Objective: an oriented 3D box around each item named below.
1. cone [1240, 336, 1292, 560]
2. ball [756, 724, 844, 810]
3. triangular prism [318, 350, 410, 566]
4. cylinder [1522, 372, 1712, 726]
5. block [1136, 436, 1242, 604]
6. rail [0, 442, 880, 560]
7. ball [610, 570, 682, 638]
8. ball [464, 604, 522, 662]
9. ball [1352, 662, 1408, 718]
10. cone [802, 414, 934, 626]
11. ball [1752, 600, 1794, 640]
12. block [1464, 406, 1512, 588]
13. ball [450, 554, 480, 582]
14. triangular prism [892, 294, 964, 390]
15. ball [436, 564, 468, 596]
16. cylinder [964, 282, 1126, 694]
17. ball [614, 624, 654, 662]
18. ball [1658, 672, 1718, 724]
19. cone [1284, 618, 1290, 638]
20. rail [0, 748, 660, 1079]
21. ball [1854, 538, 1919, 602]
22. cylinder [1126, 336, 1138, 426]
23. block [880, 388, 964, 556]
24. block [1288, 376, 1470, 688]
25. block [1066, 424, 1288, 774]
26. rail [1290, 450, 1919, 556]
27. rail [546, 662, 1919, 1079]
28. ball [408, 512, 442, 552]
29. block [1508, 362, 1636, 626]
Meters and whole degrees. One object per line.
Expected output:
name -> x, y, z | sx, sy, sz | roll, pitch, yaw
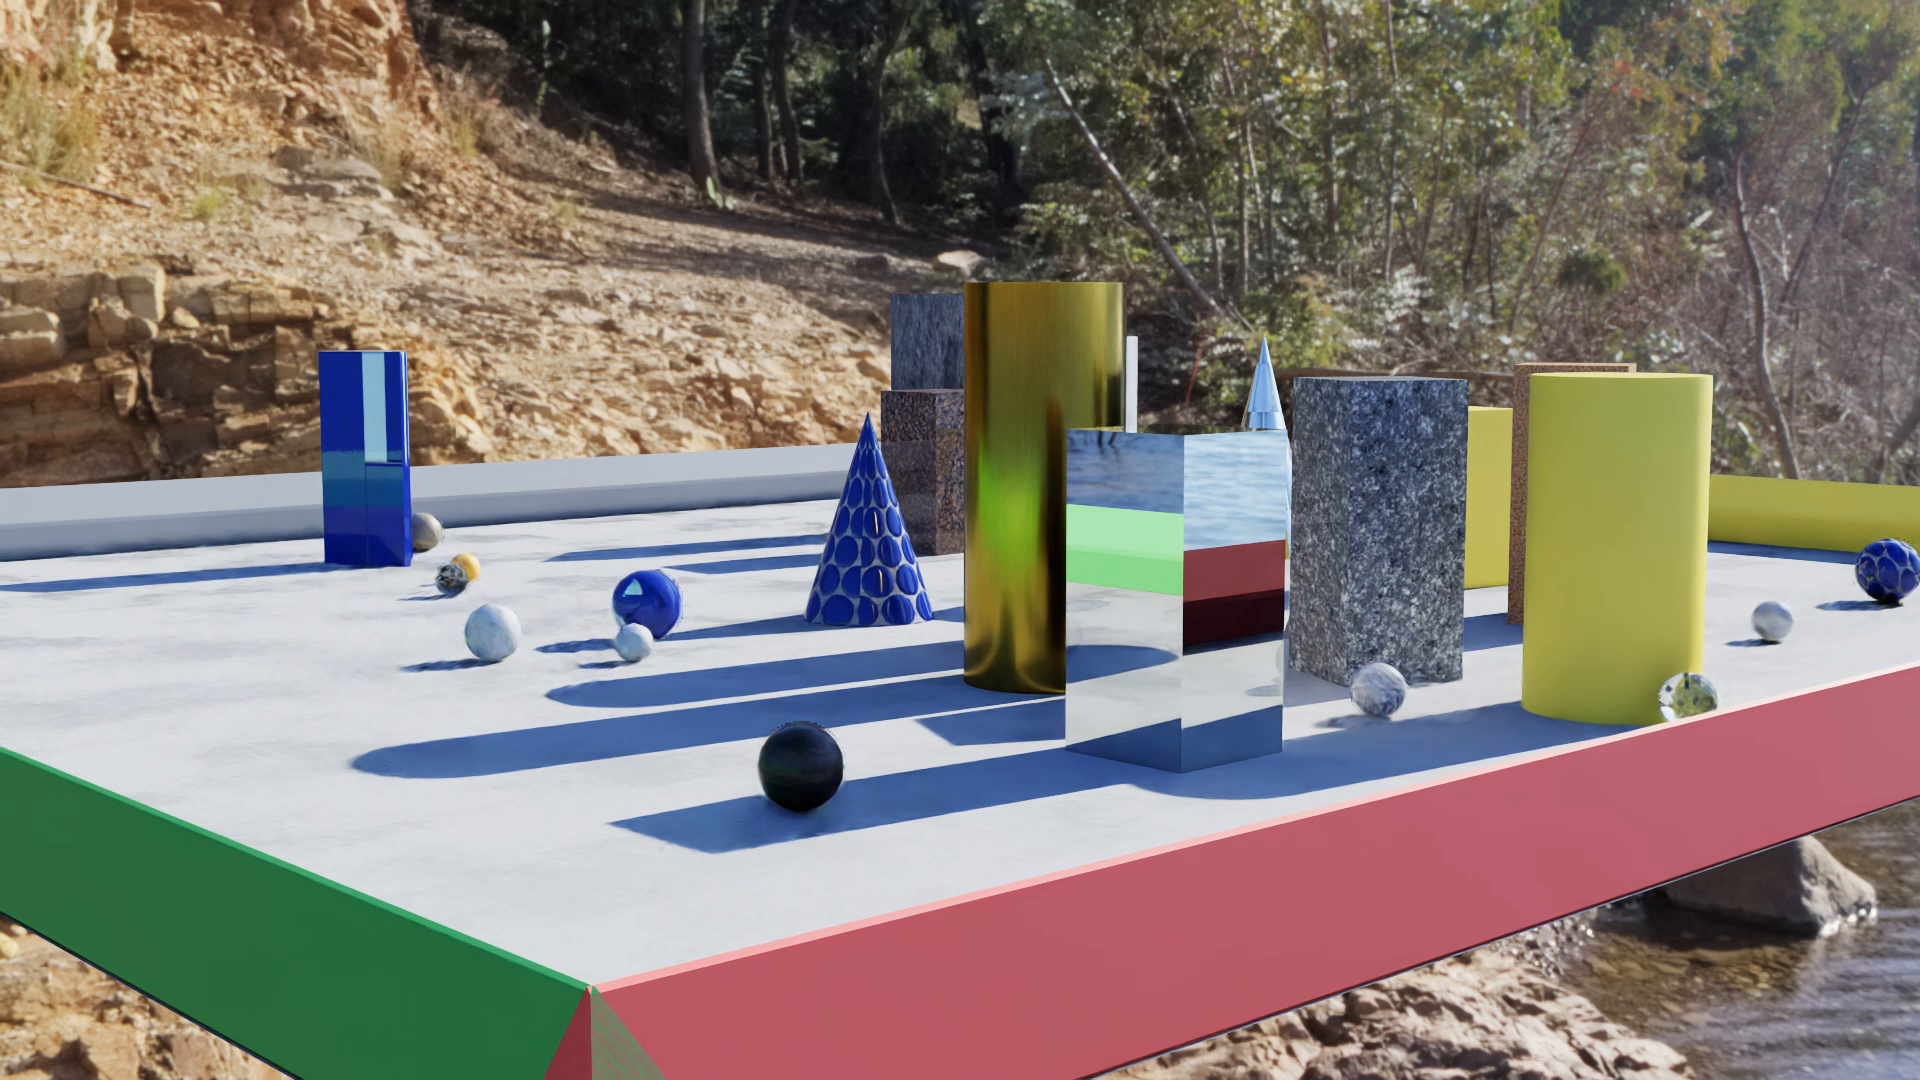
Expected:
cone -> 0.549, -0.174, 3.988 | 0.193, 0.401, 0.193 | 0, 6, 0
ball -> -0.142, 0.202, 1.959 | 0.077, 0.077, 0.077 | 0, 6, 0
triangular prism -> -1.018, -0.149, 3.895 | 0.167, 0.371, 0.145 | 2, 6, 17
cylinder -> 0.726, 0.004, 2.436 | 0.193, 0.372, 0.193 | 0, 6, 0
block -> 0.334, -0.035, 3.428 | 0.154, 0.242, 0.154 | 4, 7, 35
rail -> -1.053, -0.087, 4.467 | 3.382, 0.125, 0.045 | -6, 8, -42
ball -> -0.423, 0.087, 2.967 | 0.095, 0.095, 0.095 | 0, 6, 0
ball -> -0.592, 0.117, 2.788 | 0.072, 0.072, 0.072 | 0, 6, 0
ball -> 0.458, 0.164, 2.405 | 0.060, 0.060, 0.060 | 0, 6, 0
cone -> -0.132, -0.037, 3.171 | 0.193, 0.299, 0.193 | 0, 6, 0
ball -> 1.094, 0.108, 2.960 | 0.055, 0.055, 0.055 | 0, 6, 0
block -> 0.801, -0.072, 3.581 | 0.154, 0.284, 0.154 | -4, 7, -31
ball -> -0.806, 0.046, 3.581 | 0.049, 0.049, 0.049 | 0, 6, 0
triangular prism -> -0.081, -0.255, 4.409 | 0.167, 0.474, 0.145 | -2, 6, -21
ball -> -0.789, 0.062, 3.417 | 0.051, 0.051, 0.051 | 0, 6, 0
cylinder -> 0.101, -0.067, 2.620 | 0.193, 0.475, 0.193 | 0, 6, 0
ball -> -0.412, 0.130, 2.781 | 0.049, 0.049, 0.049 | 0, 6, 0
ball -> 0.773, 0.171, 2.335 | 0.061, 0.061, 0.061 | 0, 6, 0
cone -> 0.538, -0.021, 2.980 | 0.193, 0.307, 0.193 | 0, 6, 0
rail -> -1.225, 0.151, 2.207 | 0.045, 0.125, 3.154 | -6, 8, -42
ball -> 1.416, 0.046, 3.352 | 0.096, 0.096, 0.096 | 0, 6, 0
cylinder -> 0.138, -0.066, 2.930 | 0.193, 0.408, 0.193 | 0, 6, 0
block -> -0.038, -0.129, 4.072 | 0.154, 0.294, 0.154 | -5, 8, -42
block -> 0.506, -0.015, 2.672 | 0.154, 0.361, 0.154 | -2, 6, -17
block -> 0.216, 0.052, 2.204 | 0.154, 0.325, 0.154 | -6, 8, -43
rail -> 1.225, -0.086, 4.457 | 0.045, 0.125, 3.154 | -6, 8, -42
rail -> 1.053, 0.152, 2.197 | 3.382, 0.125, 0.045 | -6, 8, -42
ball -> -0.989, -0.014, 4.044 | 0.072, 0.072, 0.072 | 0, 6, 0
block -> 0.875, -0.067, 3.141 | 0.154, 0.366, 0.154 | 2, 6, 20
